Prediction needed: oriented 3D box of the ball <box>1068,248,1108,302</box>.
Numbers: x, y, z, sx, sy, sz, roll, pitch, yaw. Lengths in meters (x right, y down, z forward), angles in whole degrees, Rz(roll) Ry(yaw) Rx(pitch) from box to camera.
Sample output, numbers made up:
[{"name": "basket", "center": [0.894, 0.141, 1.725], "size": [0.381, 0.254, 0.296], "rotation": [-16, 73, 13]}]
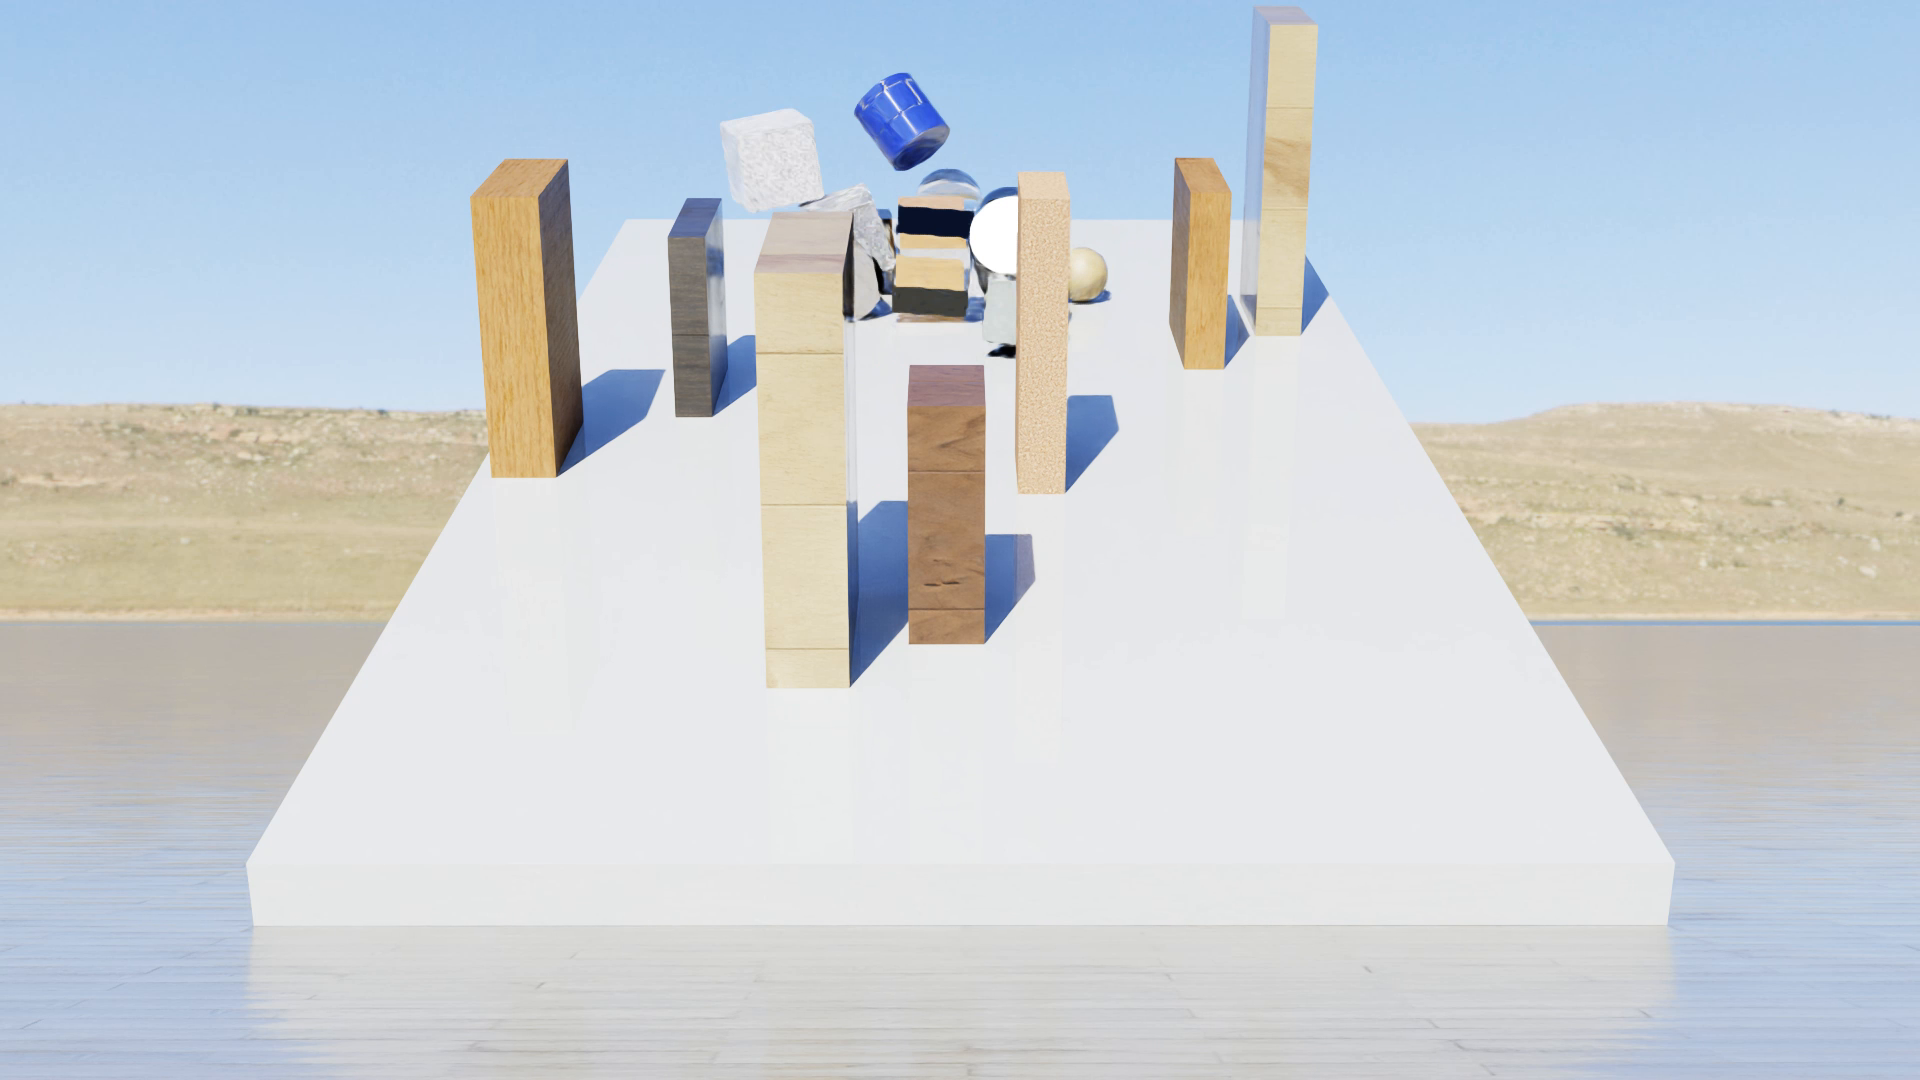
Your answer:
[{"name": "ball", "center": [0.321, -0.701, 6.013], "size": [0.143, 0.143, 0.143], "rotation": [0, -2, 0]}]

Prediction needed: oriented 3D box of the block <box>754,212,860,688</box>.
[{"name": "block", "center": [-0.249, -0.158, 3.811], "size": [0.136, 0.697, 0.424], "rotation": [0, 21, 0]}]

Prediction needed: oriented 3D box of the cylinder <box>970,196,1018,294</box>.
[{"name": "cylinder", "center": [0.135, -0.719, 5.707], "size": [0.207, 0.207, 0.207], "rotation": [0, -18, 5]}]

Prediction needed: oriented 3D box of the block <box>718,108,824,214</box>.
[{"name": "block", "center": [-0.505, -1.017, 6.101], "size": [0.207, 0.207, 0.207], "rotation": [-15, 24, -14]}]

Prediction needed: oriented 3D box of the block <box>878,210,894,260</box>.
[{"name": "block", "center": [-0.254, -0.867, 6.481], "size": [0.119, 0.119, 0.119], "rotation": [-2, 21, -5]}]

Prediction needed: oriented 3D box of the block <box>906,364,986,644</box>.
[{"name": "block", "center": [-0.023, -0.063, 3.942], "size": [0.130, 0.428, 0.241], "rotation": [0, 21, 0]}]

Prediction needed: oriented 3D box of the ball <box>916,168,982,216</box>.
[{"name": "ball", "center": [-0.034, -0.992, 6.695], "size": [0.200, 0.200, 0.200], "rotation": [0, -2, 0]}]

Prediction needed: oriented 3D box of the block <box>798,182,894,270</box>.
[{"name": "block", "center": [-0.302, -0.810, 6.060], "size": [0.188, 0.188, 0.188], "rotation": [-19, 26, -1]}]

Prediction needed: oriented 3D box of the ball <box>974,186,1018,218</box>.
[{"name": "ball", "center": [0.140, -0.904, 6.471], "size": [0.197, 0.197, 0.197], "rotation": [0, -2, 0]}]

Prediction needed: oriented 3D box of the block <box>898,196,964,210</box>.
[{"name": "block", "center": [-0.079, -0.847, 6.340], "size": [0.182, 0.182, 0.182], "rotation": [0, 21, 0]}]

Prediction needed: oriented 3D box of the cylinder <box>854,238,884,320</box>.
[{"name": "cylinder", "center": [-0.321, -0.686, 5.882], "size": [0.202, 0.202, 0.202], "rotation": [1, 21, -18]}]

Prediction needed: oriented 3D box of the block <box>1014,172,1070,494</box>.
[{"name": "block", "center": [0.165, -0.422, 4.633], "size": [0.095, 0.606, 0.260], "rotation": [0, 21, 0]}]

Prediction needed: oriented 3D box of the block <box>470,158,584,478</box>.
[{"name": "block", "center": [-0.901, -0.470, 4.780], "size": [0.134, 0.587, 0.379], "rotation": [0, 21, 0]}]

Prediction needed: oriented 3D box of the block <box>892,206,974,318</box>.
[{"name": "block", "center": [-0.070, -0.708, 5.797], "size": [0.191, 0.191, 0.191], "rotation": [4, -42, -1]}]

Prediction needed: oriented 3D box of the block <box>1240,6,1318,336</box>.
[{"name": "block", "center": [0.798, -0.931, 5.742], "size": [0.114, 0.769, 0.342], "rotation": [0, 21, 0]}]

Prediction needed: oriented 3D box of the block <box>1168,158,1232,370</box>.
[{"name": "block", "center": [0.582, -0.679, 5.559], "size": [0.095, 0.428, 0.408], "rotation": [0, 21, 0]}]

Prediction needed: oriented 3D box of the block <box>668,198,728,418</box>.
[{"name": "block", "center": [-0.595, -0.535, 5.201], "size": [0.082, 0.410, 0.393], "rotation": [0, 21, 0]}]

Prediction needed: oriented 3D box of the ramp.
[{"name": "ramp", "center": [-0.006, -0.214, 5.077], "size": [2.000, 0.100, 4.000], "rotation": [0, 21, 0]}]

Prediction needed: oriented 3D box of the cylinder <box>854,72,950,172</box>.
[{"name": "cylinder", "center": [-0.162, -1.172, 6.392], "size": [0.194, 0.194, 0.194], "rotation": [-34, -12, -8]}]

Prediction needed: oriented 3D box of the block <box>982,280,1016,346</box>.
[{"name": "block", "center": [0.155, -0.547, 5.545], "size": [0.149, 0.149, 0.149], "rotation": [8, 4, 20]}]
